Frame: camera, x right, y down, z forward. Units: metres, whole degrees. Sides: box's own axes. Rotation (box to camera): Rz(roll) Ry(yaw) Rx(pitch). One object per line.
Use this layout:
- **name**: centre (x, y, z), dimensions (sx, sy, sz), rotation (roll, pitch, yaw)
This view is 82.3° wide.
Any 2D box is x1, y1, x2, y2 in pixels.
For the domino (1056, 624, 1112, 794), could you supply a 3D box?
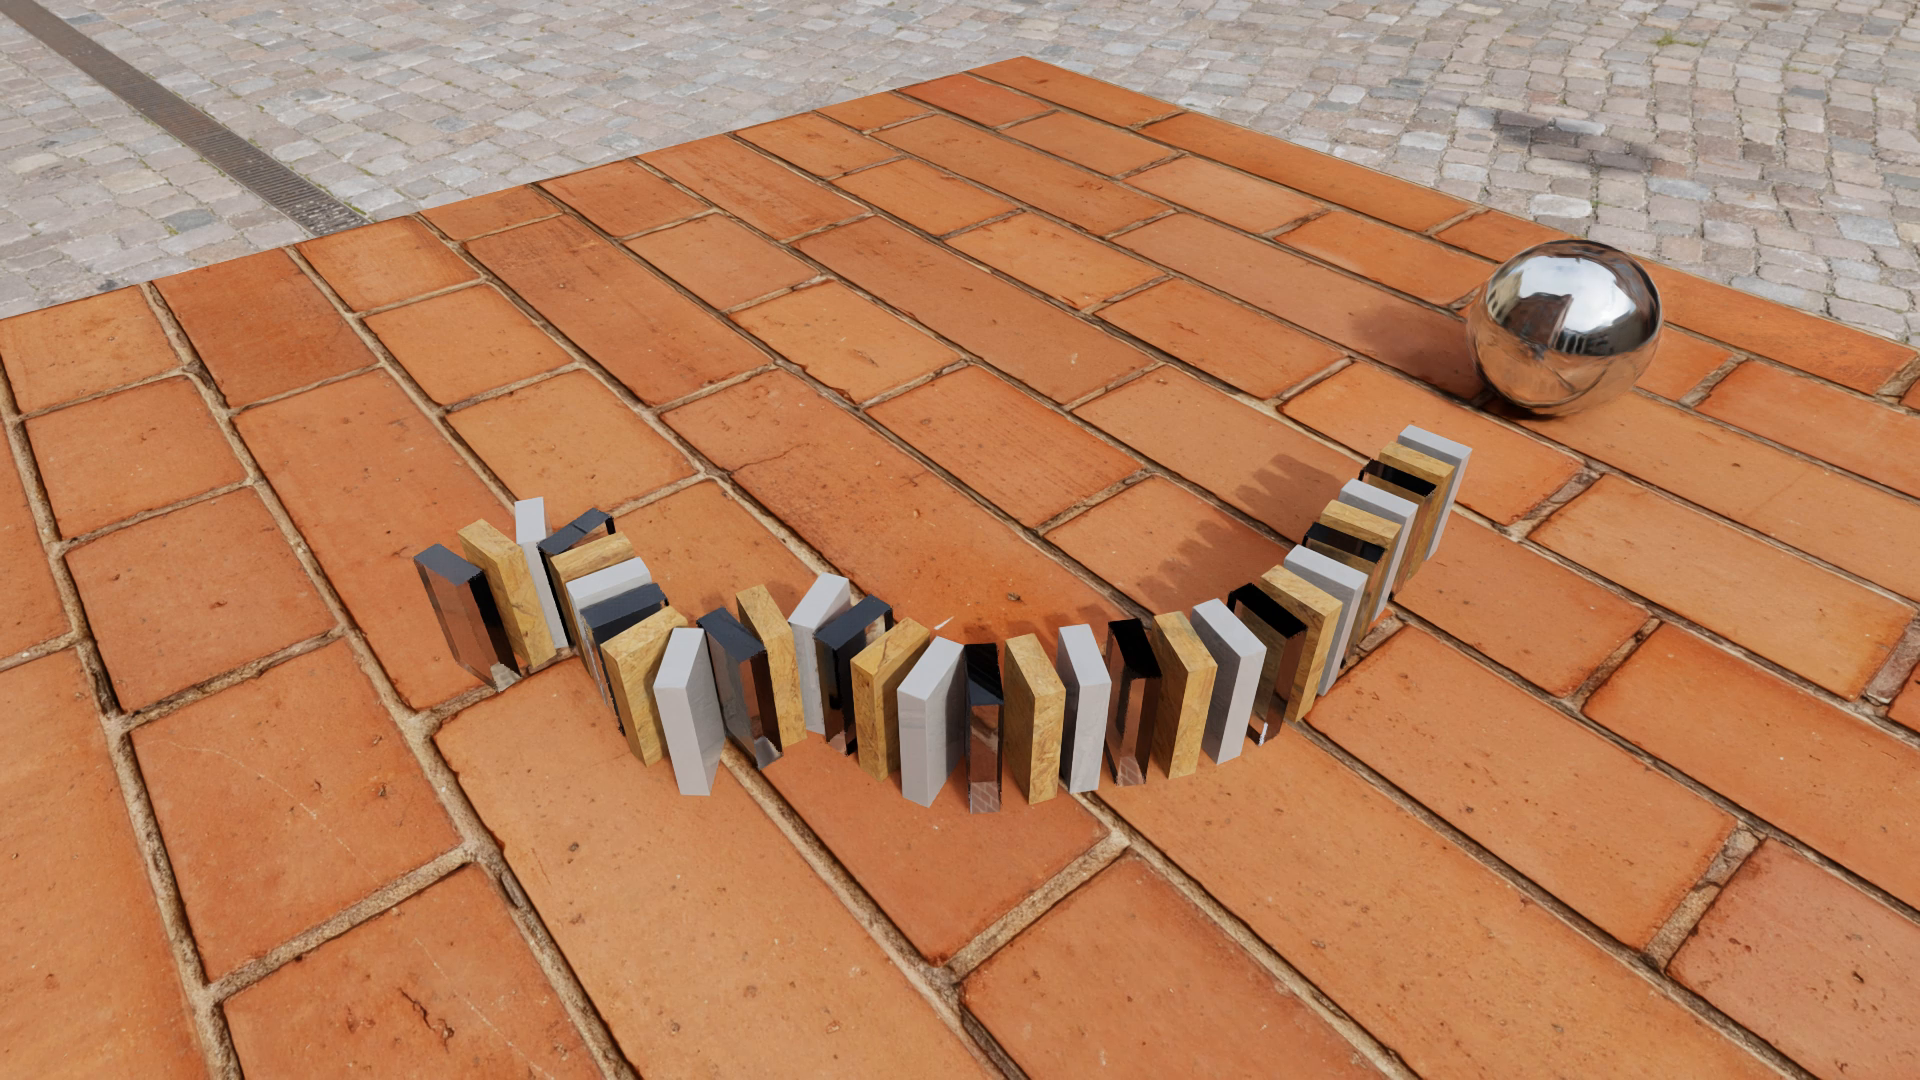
- **domino**: centre (0.037, 0.054, 0.346), dimensions (0.009, 0.050, 0.025), rotation (-7, 40, -8)

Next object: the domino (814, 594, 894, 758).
- **domino**: centre (-0.033, 0.045, 0.357), dimensions (0.009, 0.050, 0.025), rotation (28, 47, 30)

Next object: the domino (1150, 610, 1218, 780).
- **domino**: centre (0.068, 0.050, 0.351), dimensions (0.009, 0.050, 0.025), rotation (-11, 41, -13)

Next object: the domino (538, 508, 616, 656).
- **domino**: centre (-0.132, 0.016, 0.392), dimensions (0.009, 0.050, 0.025), rotation (22, 44, 24)

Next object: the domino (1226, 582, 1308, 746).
- **domino**: centre (0.097, 0.041, 0.361), dimensions (0.010, 0.050, 0.025), rotation (-22, 44, -25)

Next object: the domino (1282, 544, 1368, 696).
- **domino**: centre (0.120, 0.028, 0.377), dimensions (0.025, 0.050, 0.010), rotation (28, 47, 29)

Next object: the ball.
- **ball**: centre (0.277, -0.098, 0.507), dimensions (0.080, 0.080, 0.080), rotation (0, 39, 0)

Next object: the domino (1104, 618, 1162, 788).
- **domino**: centre (0.053, 0.052, 0.348), dimensions (0.010, 0.050, 0.025), rotation (-6, 40, -7)

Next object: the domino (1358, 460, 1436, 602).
- **domino**: centre (0.159, -0.003, 0.416), dimensions (0.025, 0.050, 0.009), rotation (30, 48, 31)

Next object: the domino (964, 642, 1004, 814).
- **domino**: centre (0.007, 0.059, 0.340), dimensions (0.009, 0.050, 0.025), rotation (-3, 39, -3)

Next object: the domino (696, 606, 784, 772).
- **domino**: centre (-0.070, 0.048, 0.353), dimensions (0.009, 0.050, 0.025), rotation (-29, 47, -31)

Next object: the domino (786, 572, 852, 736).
- **domino**: centre (-0.045, 0.038, 0.365), dimensions (0.009, 0.050, 0.025), rotation (14, 41, 16)

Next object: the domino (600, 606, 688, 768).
- **domino**: centre (-0.097, 0.048, 0.353), dimensions (0.009, 0.050, 0.025), rotation (32, 49, 33)

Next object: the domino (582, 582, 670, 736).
- **domino**: centre (-0.106, 0.040, 0.363), dimensions (0.025, 0.050, 0.009), rotation (-23, 45, -26)

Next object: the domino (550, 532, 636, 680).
- **domino**: centre (-0.123, 0.023, 0.383), dimensions (0.025, 0.050, 0.009), rotation (-24, 45, -26)

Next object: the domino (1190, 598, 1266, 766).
- **domino**: centre (0.083, 0.046, 0.355), dimensions (0.010, 0.050, 0.025), rotation (-17, 42, -20)

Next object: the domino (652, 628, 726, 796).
- **domino**: centre (-0.084, 0.054, 0.345), dimensions (0.009, 0.050, 0.025), rotation (2, 39, 2)

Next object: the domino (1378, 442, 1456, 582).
- **domino**: centre (0.170, -0.011, 0.425), dimensions (0.025, 0.050, 0.010), rotation (30, 48, 31)

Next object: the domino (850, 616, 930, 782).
- **domino**: centre (-0.021, 0.051, 0.349), dimensions (0.009, 0.050, 0.025), rotation (29, 47, 30)

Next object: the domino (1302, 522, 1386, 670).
- **domino**: centre (0.130, 0.020, 0.387), dimensions (0.025, 0.050, 0.010), rotation (25, 45, 27)

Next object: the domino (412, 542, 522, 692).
- **domino**: centre (-0.169, 0.027, 0.378), dimensions (0.025, 0.050, 0.010), rotation (24, 45, 27)

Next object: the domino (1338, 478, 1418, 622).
- **domino**: centre (0.149, 0.004, 0.406), dimensions (0.025, 0.050, 0.009), rotation (29, 47, 30)

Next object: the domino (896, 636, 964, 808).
- **domino**: centre (-0.008, 0.057, 0.342), dimensions (0.009, 0.050, 0.025), rotation (18, 43, 20)

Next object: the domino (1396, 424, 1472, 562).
- **domino**: centre (0.181, -0.018, 0.434), dimensions (0.025, 0.050, 0.010), rotation (30, 48, 31)

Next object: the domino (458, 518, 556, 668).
- **domino**: centre (-0.159, 0.019, 0.388), dimensions (0.025, 0.050, 0.009), rotation (29, 47, 30)

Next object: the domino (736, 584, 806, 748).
- **domino**: centre (-0.062, 0.042, 0.360), dimensions (0.010, 0.050, 0.025), rotation (-19, 43, -22)

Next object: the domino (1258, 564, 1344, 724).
- **domino**: centre (0.109, 0.035, 0.368), dimensions (0.009, 0.050, 0.025), rotation (-29, 47, -31)

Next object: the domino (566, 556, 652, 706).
- **domino**: centre (-0.114, 0.032, 0.373), dimensions (0.025, 0.050, 0.010), rotation (-22, 44, -25)

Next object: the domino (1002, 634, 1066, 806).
- **domino**: centre (0.022, 0.056, 0.343), dimensions (0.009, 0.050, 0.025), rotation (-12, 41, -14)

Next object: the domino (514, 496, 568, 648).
- **domino**: centre (-0.149, 0.012, 0.396), dimensions (0.009, 0.050, 0.025), rotation (-12, 41, -14)

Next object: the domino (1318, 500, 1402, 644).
- **domino**: centre (0.139, 0.012, 0.397), dimensions (0.025, 0.050, 0.009), rotation (25, 46, 27)
